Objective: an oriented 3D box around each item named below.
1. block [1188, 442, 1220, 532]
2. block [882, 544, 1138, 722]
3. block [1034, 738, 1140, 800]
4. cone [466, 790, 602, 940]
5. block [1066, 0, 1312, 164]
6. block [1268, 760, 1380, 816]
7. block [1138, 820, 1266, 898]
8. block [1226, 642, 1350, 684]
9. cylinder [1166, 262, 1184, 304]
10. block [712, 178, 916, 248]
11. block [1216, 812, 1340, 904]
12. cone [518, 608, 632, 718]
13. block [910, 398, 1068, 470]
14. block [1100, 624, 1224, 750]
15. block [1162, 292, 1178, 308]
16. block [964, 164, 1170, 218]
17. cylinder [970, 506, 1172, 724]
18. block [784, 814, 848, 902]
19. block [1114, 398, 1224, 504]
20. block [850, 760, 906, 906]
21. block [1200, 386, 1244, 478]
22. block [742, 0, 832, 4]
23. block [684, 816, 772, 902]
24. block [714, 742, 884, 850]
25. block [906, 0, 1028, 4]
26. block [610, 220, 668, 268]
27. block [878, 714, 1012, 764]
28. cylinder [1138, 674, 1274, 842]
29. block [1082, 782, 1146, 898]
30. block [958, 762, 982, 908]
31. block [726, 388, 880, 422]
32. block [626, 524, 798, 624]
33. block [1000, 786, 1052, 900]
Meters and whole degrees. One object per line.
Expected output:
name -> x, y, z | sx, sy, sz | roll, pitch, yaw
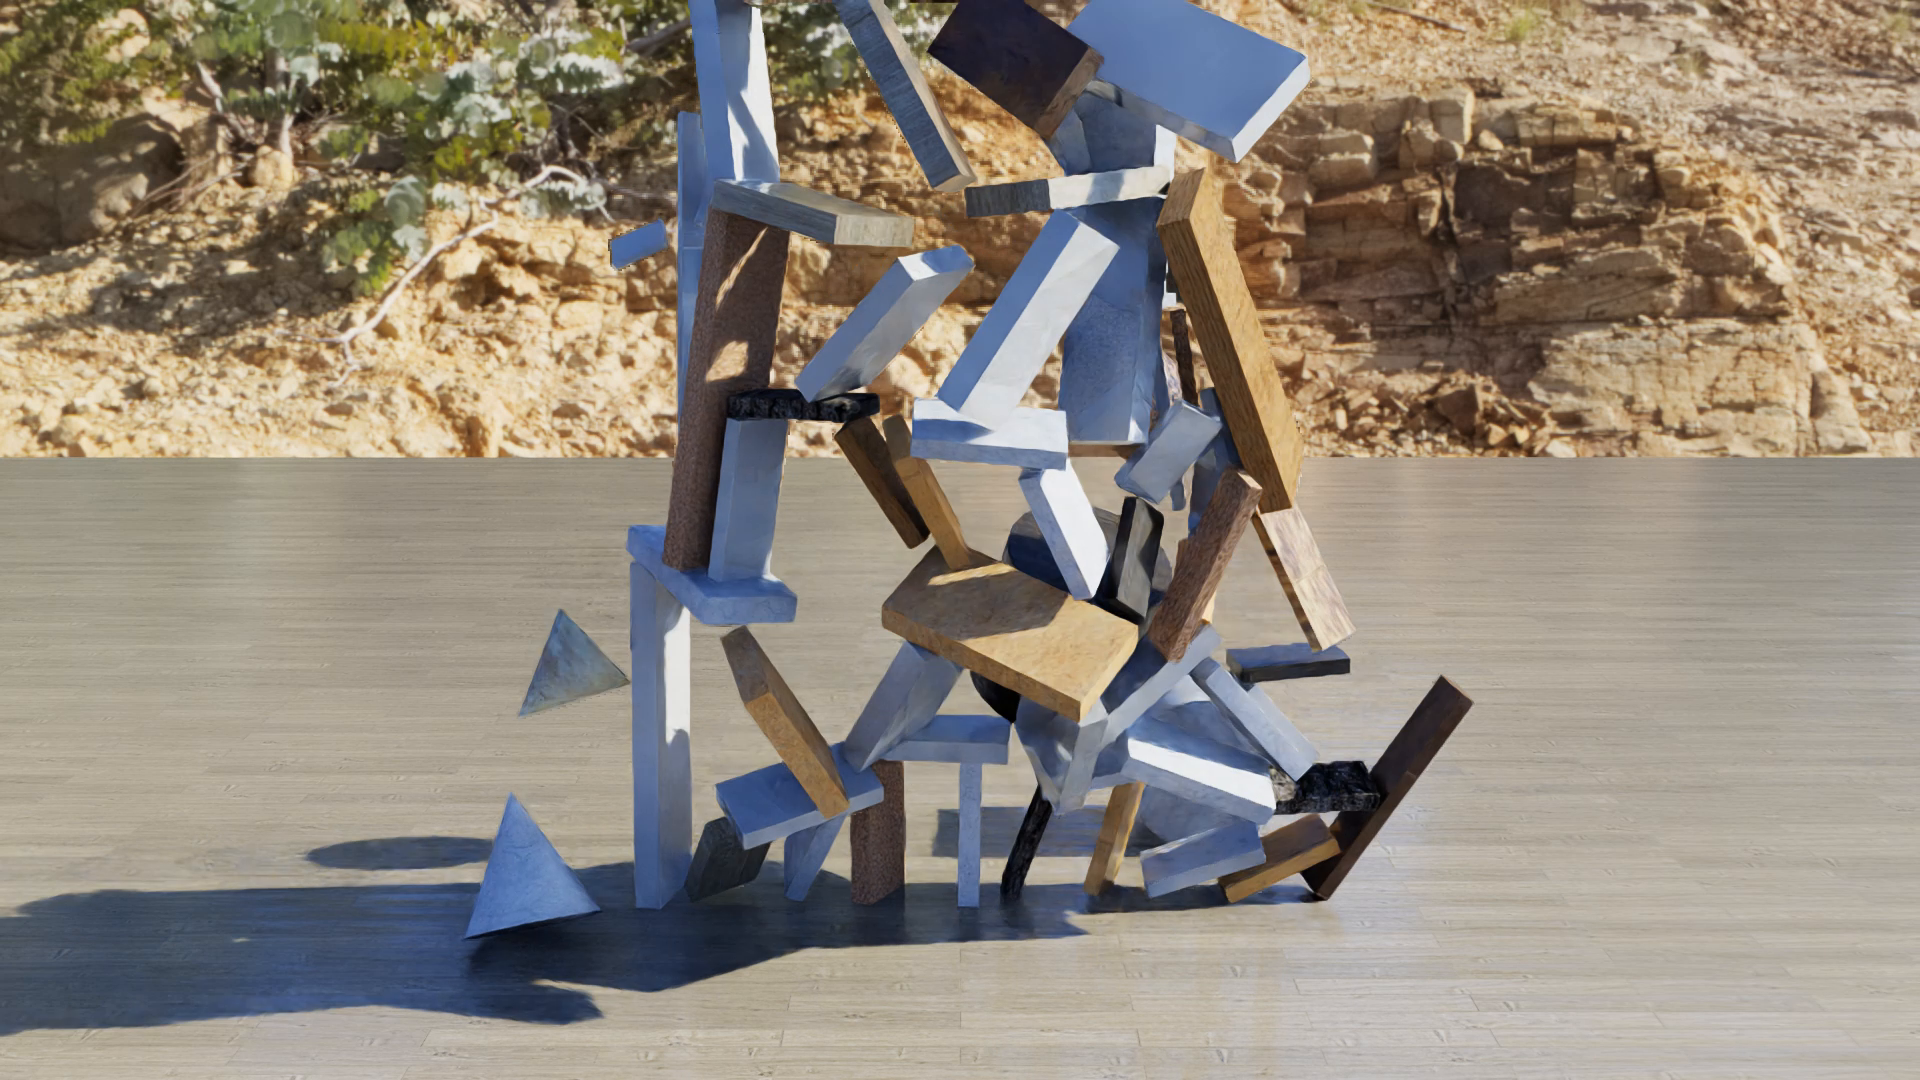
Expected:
block -> 0.403, -0.091, 3.511 | 0.021, 0.150, 0.075 | 21, -24, -31
block -> 0.072, 0.127, 3.222 | 0.337, 0.048, 0.168 | 25, 51, 21
block -> 0.222, 0.363, 3.603 | 0.201, 0.028, 0.100 | -11, 39, -5
cone -> -0.680, 0.494, 3.421 | 0.212, 0.212, 0.212 | -11, -10, -2
block -> 0.316, -0.694, 3.210 | 0.351, 0.175, 0.050 | 33, -16, 30
block -> 0.578, 0.408, 3.621 | 0.202, 0.029, 0.101 | -3, 28, -7
block -> 0.401, 0.526, 3.648 | 0.202, 0.029, 0.101 | -18, 22, 7
block -> 0.532, 0.197, 3.568 | 0.179, 0.025, 0.090 | -5, 18, -10
cylinder -> 0.318, -0.453, 3.547 | 0.136, 0.136, 0.136 | 9, 13, 16
block -> -0.209, -0.463, 3.108 | 0.141, 0.040, 0.282 | -5, 20, -43
block -> 0.523, 0.528, 3.663 | 0.202, 0.029, 0.101 | -25, 21, -1
cone -> -0.602, 0.211, 3.287 | 0.157, 0.157, 0.157 | -43, 21, -8
block -> 0.041, -0.151, 3.118 | 0.219, 0.031, 0.109 | 5, 35, -3
block -> 0.286, 0.214, 3.463 | 0.257, 0.036, 0.129 | -41, 20, -3
block -> 0.253, -0.371, 3.444 | 0.158, 0.022, 0.079 | -7, 8, -30
block -> 0.160, -0.510, 3.210 | 0.151, 0.043, 0.302 | 1, 12, 39
cylinder -> 0.181, 0.133, 3.647 | 0.275, 0.275, 0.275 | 10, 38, -8
block -> -0.235, 0.469, 3.600 | 0.034, 0.238, 0.119 | 15, 38, -16
block -> 0.311, -0.132, 3.288 | 0.081, 0.163, 0.023 | 22, 29, -32
block -> -0.136, 0.467, 3.652 | 0.035, 0.248, 0.124 | 5, 12, 26
block -> 0.421, -0.154, 3.410 | 0.023, 0.164, 0.082 | -21, -13, 37
block -> -0.277, -0.867, 3.384 | 0.316, 0.045, 0.158 | 3, 1, 18
block -> -0.370, 0.505, 3.563 | 0.119, 0.034, 0.238 | -17, -26, -26
block -> -0.254, 0.400, 3.474 | 0.238, 0.034, 0.119 | -17, 44, -20
block -> 0.056, -0.901, 3.376 | 0.281, 0.140, 0.040 | -6, 39, -19
block -> -0.512, -0.472, 3.507 | 0.094, 0.047, 0.013 | -21, -30, 15
block -> -0.041, 0.324, 3.610 | 0.247, 0.035, 0.124 | 2, 17, 4
cylinder -> 0.434, 0.390, 3.993 | 0.274, 0.274, 0.274 | 0, 10, 2
block -> 0.258, 0.485, 3.654 | 0.028, 0.201, 0.100 | 19, 10, 18
block -> 0.016, 0.469, 3.640 | 0.035, 0.248, 0.124 | 1, 11, 0
block -> -0.234, -0.202, 3.282 | 0.203, 0.029, 0.102 | 5, 13, 25
block -> -0.391, 0.051, 3.438 | 0.152, 0.043, 0.304 | 0, 21, -33
block -> 0.117, 0.489, 3.659 | 0.028, 0.201, 0.100 | 21, 8, -1
